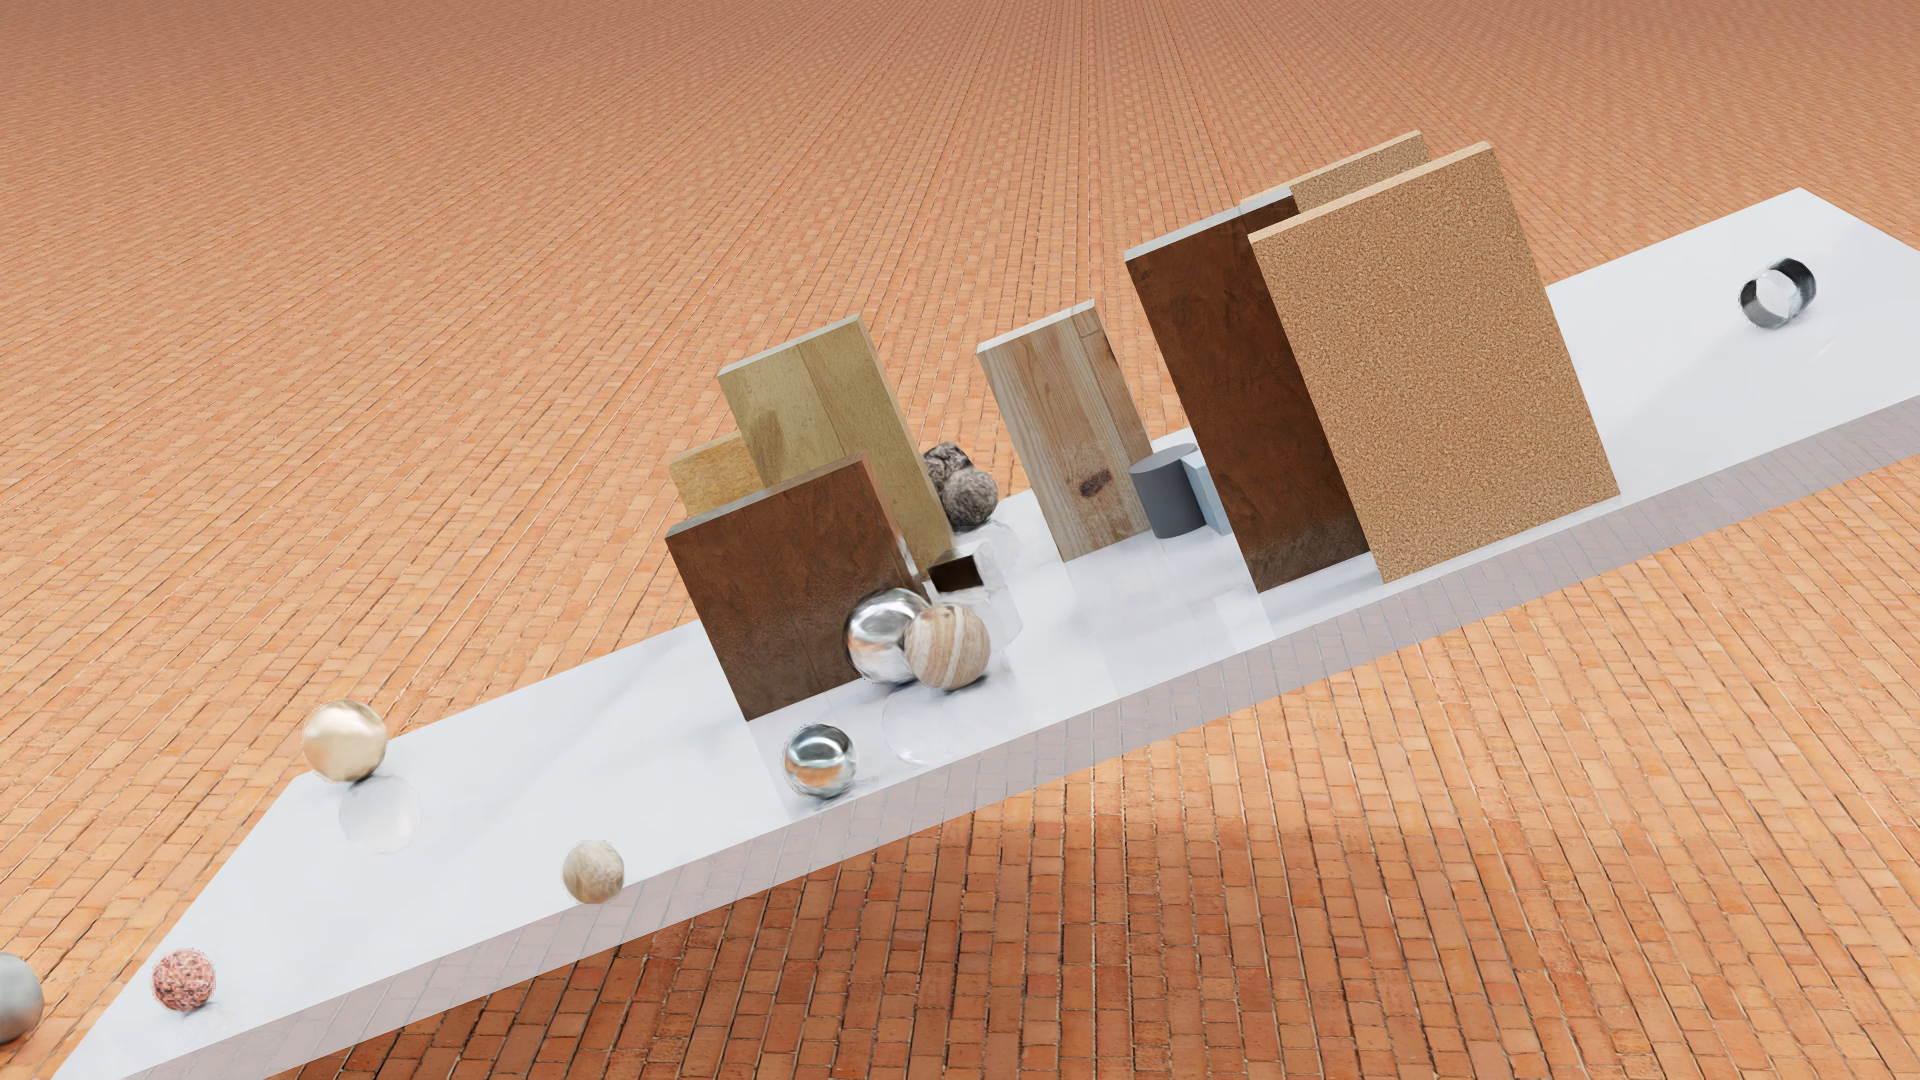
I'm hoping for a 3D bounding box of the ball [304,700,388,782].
[{"bbox_3d":[-1.494,0.489,7.154,0.202,0.202,0.202,0,14,0],"label":"ball"}]

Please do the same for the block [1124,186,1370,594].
[{"bbox_3d":[0.588,-0.281,5.529,0.330,0.682,0.130,-21,12,7],"label":"block"}]

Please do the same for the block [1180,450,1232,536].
[{"bbox_3d":[0.573,-0.120,6.125,0.154,0.154,0.154,-24,12,-3],"label":"block"}]

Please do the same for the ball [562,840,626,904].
[{"bbox_3d":[-0.669,0.607,5.368,0.115,0.115,0.115,0,14,0],"label":"ball"}]

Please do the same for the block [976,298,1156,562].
[{"bbox_3d":[0.257,-0.236,6.378,0.272,0.498,0.111,-21,12,7],"label":"block"}]

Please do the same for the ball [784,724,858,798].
[{"bbox_3d":[-0.257,0.407,5.414,0.137,0.137,0.137,0,14,0],"label":"ball"}]

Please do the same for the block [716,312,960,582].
[{"bbox_3d":[-0.271,-0.166,6.751,0.345,0.619,0.109,-21,12,7],"label":"block"}]

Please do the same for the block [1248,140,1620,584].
[{"bbox_3d":[0.845,-0.313,5.242,0.447,0.665,0.106,-21,12,7],"label":"block"}]

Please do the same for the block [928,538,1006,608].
[{"bbox_3d":[0.014,0.077,6.402,0.109,0.109,0.109,-17,13,25],"label":"block"}]

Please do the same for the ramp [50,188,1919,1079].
[{"bbox_3d":[0.126,0.173,6.289,4.000,0.100,2.000,-21,12,7],"label":"ramp"}]

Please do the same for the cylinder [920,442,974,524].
[{"bbox_3d":[-0.072,-0.119,7.220,0.185,0.185,0.185,-28,26,-24],"label":"cylinder"}]

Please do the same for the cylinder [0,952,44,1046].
[{"bbox_3d":[-2.025,0.967,6.077,0.179,0.179,0.179,7,16,26],"label":"cylinder"}]

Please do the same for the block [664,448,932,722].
[{"bbox_3d":[-0.324,0.096,6.172,0.446,0.430,0.110,-21,12,7],"label":"block"}]

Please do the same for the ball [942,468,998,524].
[{"bbox_3d":[0.025,-0.105,7.092,0.136,0.136,0.136,0,14,0],"label":"ball"}]

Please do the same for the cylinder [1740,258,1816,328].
[{"bbox_3d":[1.641,-0.494,5.897,0.108,0.108,0.108,13,35,43],"label":"cylinder"}]

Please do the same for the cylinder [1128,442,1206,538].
[{"bbox_3d":[0.460,-0.105,6.267,0.154,0.154,0.154,-22,12,5],"label":"cylinder"}]

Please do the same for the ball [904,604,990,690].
[{"bbox_3d":[-0.024,0.209,5.764,0.169,0.169,0.169,0,14,0],"label":"ball"}]

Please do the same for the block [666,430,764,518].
[{"bbox_3d":[-0.466,-0.059,7.102,0.329,0.426,0.109,-21,12,7],"label":"block"}]

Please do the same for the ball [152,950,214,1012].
[{"bbox_3d":[-1.530,0.868,5.795,0.119,0.119,0.119,0,14,0],"label":"ball"}]

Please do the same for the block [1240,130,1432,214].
[{"bbox_3d":[0.897,-0.537,6.328,0.406,0.572,0.081,-21,12,7],"label":"block"}]

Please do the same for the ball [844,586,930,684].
[{"bbox_3d":[-0.138,0.194,5.965,0.198,0.198,0.198,0,14,0],"label":"ball"}]
